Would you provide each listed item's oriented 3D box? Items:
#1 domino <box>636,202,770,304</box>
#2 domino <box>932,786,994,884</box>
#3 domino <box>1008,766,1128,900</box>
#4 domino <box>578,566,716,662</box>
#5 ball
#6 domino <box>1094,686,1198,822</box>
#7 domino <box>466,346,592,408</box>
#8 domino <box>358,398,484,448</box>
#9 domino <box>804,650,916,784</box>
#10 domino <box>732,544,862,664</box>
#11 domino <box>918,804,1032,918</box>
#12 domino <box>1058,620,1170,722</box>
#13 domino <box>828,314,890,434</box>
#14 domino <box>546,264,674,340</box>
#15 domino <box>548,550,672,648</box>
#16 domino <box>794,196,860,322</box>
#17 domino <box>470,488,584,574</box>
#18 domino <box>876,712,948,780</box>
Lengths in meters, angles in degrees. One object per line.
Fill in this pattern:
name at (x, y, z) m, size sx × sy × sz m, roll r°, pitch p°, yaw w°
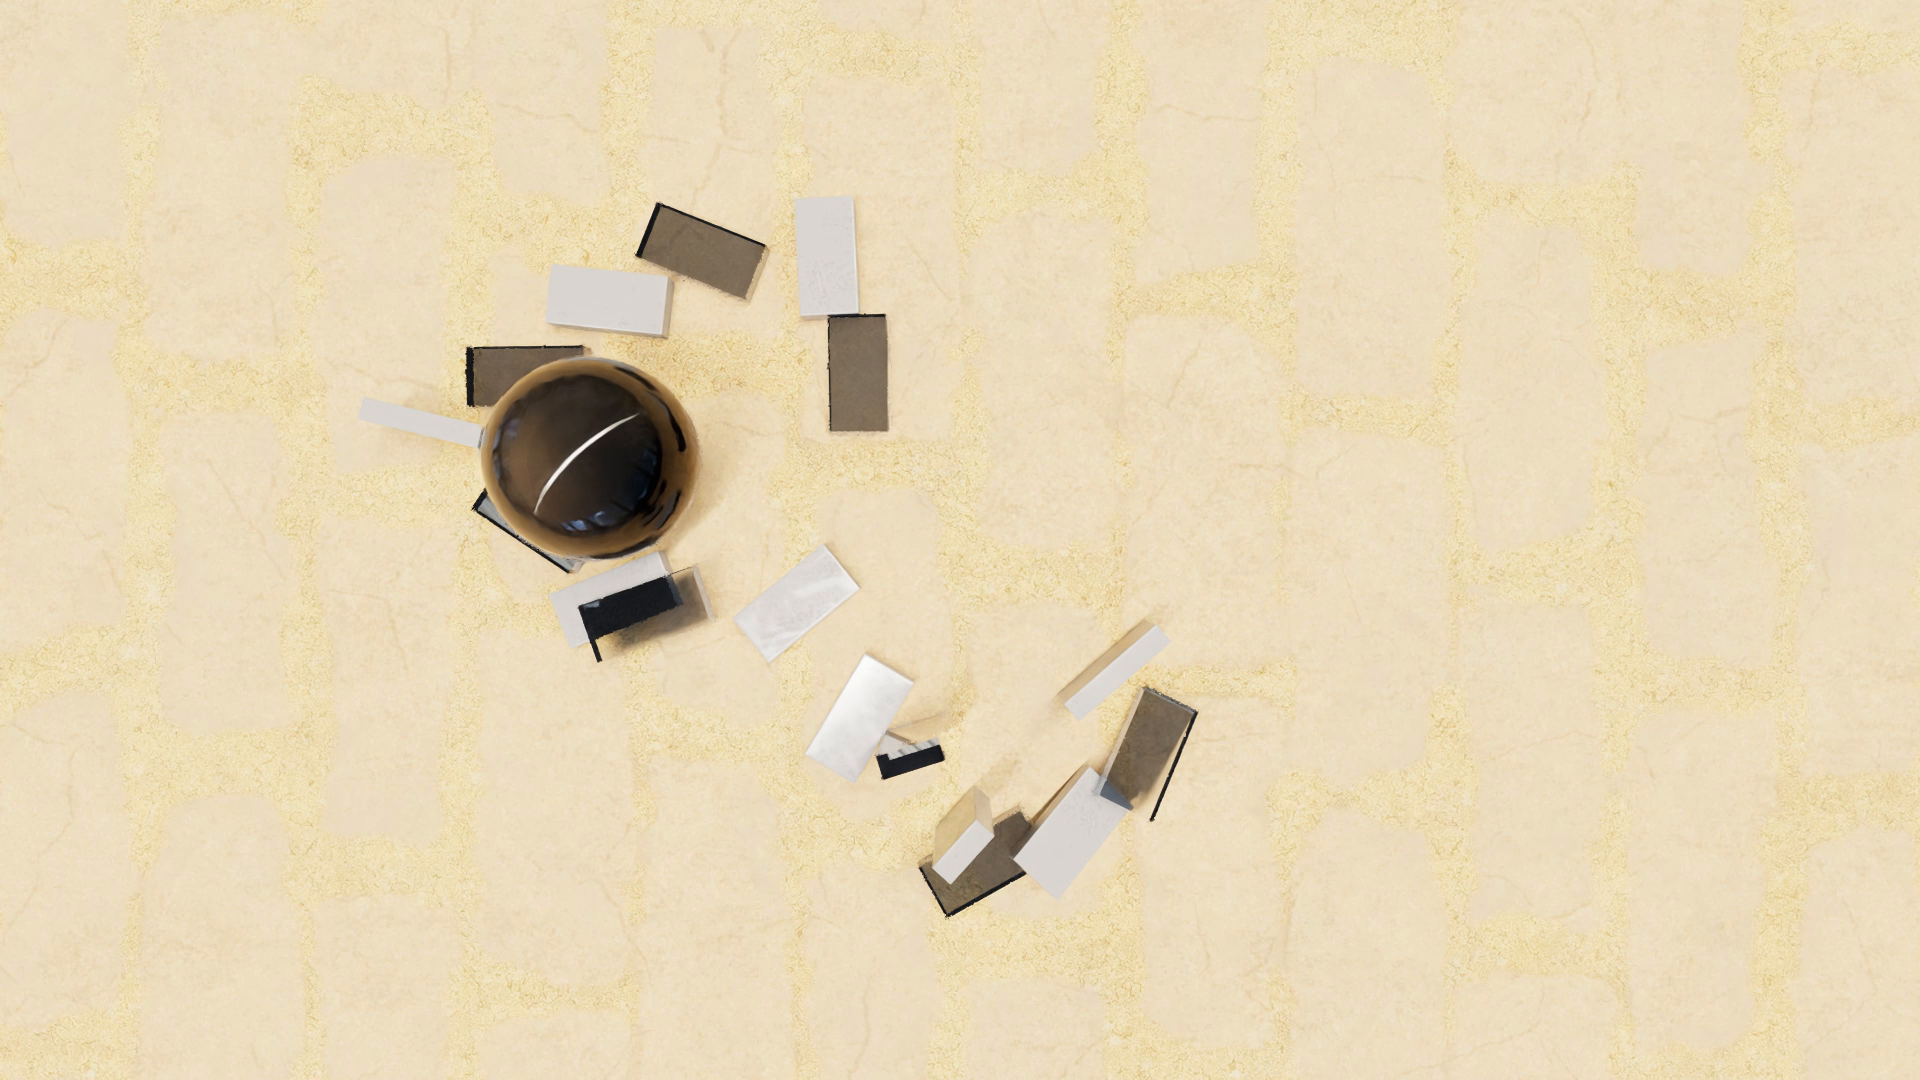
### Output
domino at (-0.111, -0.124, 0.395) m, size 0.050 × 0.009 × 0.025 m, roll 22°, pitch 90°, yaw 0°
domino at (0.001, 0.119, 0.375) m, size 0.010 × 0.050 × 0.025 m, roll 42°, pitch 90°, yaw 0°
domino at (0.047, 0.123, 0.389) m, size 0.025 × 0.009 × 0.050 m, roll 44°, pitch 75°, yaw -1°
domino at (-0.131, 0.031, 0.386) m, size 0.050 × 0.010 × 0.025 m, roll -19°, pitch 90°, yaw 0°
ball at (-0.143, -0.031, 0.360) m, size 0.080 × 0.080 × 0.080 m, roll 0°, pitch 90°, yaw 0°
domino at (0.079, 0.091, 0.390) m, size 0.025 × 0.010 × 0.050 m, roll 27°, pitch 77°, yaw 0°
domino at (-0.185, -0.070, 0.395) m, size 0.050 × 0.009 × 0.025 m, roll -1°, pitch 90°, yaw 0°
domino at (-0.221, -0.048, 0.388) m, size 0.050 × 0.025 × 0.010 m, roll 14°, pitch 90°, yaw 0°
domino at (-0.043, 0.076, 0.395) m, size 0.025 × 0.010 × 0.050 m, roll 31°, pitch 90°, yaw 0°
domino at (-0.070, 0.027, 0.395) m, size 0.050 × 0.009 × 0.025 m, roll -39°, pitch 90°, yaw 0°
domino at (0.010, 0.138, 0.395) m, size 0.050 × 0.009 × 0.025 m, roll -29°, pitch 90°, yaw 0°
domino at (0.065, 0.054, 0.388) m, size 0.050 × 0.025 × 0.009 m, roll -41°, pitch 90°, yaw 0°
domino at (-0.044, -0.071, 0.395) m, size 0.025 × 0.010 × 0.050 m, roll -1°, pitch 90°, yaw 0°
domino at (-0.151, -0.103, 0.395) m, size 0.050 × 0.010 × 0.025 m, roll 6°, pitch 90°, yaw 0°
domino at (-0.147, 0.025, 0.395) m, size 0.050 × 0.010 × 0.025 m, roll -22°, pitch 90°, yaw 0°
domino at (-0.057, -0.121, 0.395) m, size 0.025 × 0.010 × 0.050 m, roll -3°, pitch 90°, yaw 0°
domino at (-0.181, -0.010, 0.395) m, size 0.050 × 0.010 × 0.025 m, roll 34°, pitch 90°, yaw 0°
domino at (-0.019, 0.084, 0.375) m, size 0.025 × 0.050 × 0.010 m, roll -17°, pitch 90°, yaw 0°
